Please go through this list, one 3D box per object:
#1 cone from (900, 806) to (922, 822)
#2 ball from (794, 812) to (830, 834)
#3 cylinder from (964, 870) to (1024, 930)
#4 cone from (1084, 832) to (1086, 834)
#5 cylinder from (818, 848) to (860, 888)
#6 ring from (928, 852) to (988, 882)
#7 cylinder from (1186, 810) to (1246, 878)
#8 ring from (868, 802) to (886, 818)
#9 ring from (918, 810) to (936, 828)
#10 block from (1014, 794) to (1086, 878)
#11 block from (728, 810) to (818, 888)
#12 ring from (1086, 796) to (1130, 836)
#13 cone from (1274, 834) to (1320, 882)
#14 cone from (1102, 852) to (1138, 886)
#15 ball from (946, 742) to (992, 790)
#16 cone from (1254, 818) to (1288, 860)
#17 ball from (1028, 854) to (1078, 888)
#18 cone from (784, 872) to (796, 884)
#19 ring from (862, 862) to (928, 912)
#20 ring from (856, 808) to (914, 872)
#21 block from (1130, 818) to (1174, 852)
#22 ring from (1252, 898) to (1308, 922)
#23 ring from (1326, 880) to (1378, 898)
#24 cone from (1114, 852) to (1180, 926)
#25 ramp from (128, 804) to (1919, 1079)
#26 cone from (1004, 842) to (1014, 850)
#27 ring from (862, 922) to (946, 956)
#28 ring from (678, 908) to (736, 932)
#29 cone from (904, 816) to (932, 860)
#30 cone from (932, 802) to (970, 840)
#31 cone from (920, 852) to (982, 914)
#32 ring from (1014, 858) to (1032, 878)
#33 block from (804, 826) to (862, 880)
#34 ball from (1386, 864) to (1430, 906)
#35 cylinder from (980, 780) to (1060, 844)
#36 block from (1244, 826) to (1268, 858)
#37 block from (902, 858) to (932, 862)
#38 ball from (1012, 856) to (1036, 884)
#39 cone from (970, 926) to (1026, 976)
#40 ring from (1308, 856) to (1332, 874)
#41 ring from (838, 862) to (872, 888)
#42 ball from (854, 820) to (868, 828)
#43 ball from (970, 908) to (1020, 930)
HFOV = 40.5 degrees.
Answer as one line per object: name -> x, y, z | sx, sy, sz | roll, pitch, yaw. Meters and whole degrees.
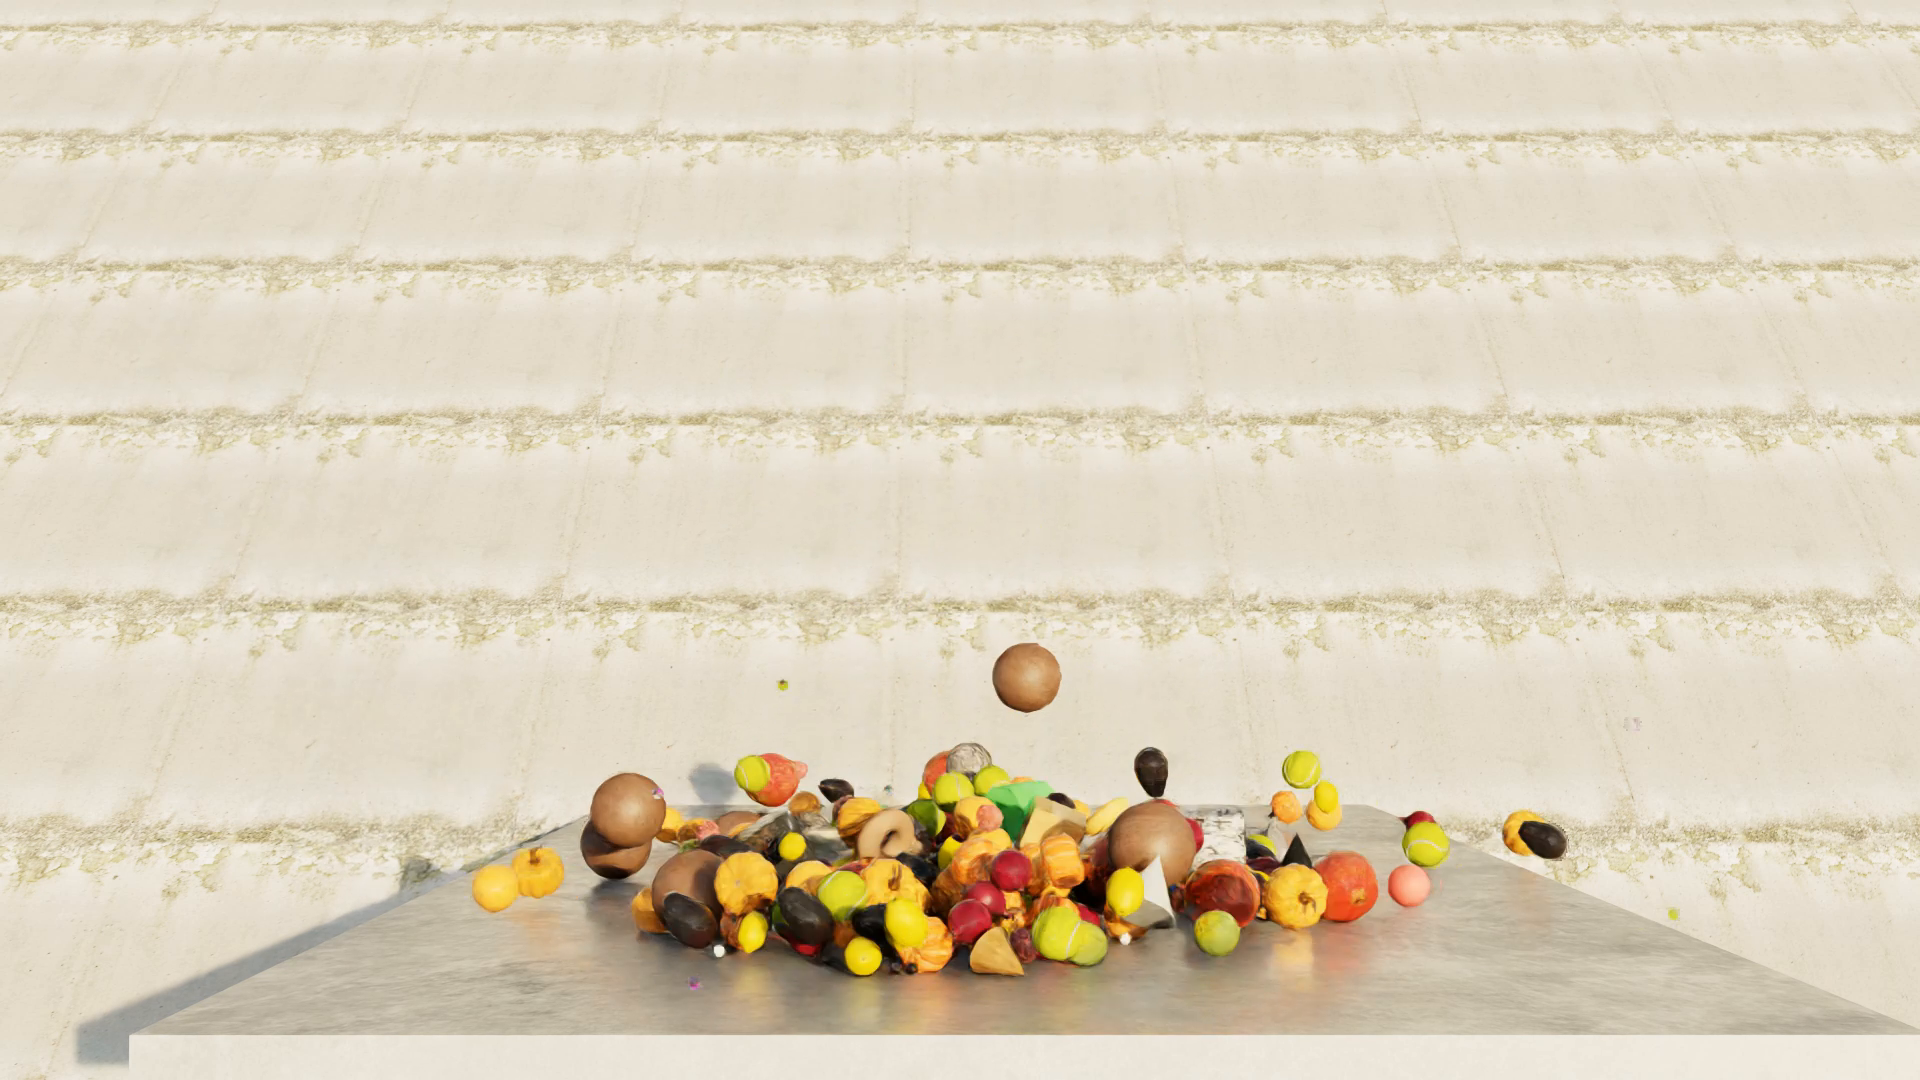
cone -> -0.098, 0.636, 5.680 | 0.082, 0.082, 0.082 | -22, 48, 27
ball -> -0.304, 0.591, 5.224 | 0.092, 0.092, 0.092 | 0, 36, 0
cylinder -> 0.051, 0.533, 3.851 | 0.064, 0.064, 0.064 | -36, 42, -2
cone -> 0.219, 0.628, 5.465 | 0.081, 0.081, 0.081 | 5, 25, 7
cylinder -> -0.209, 0.583, 4.624 | 0.065, 0.065, 0.065 | 29, 15, 34
ring -> -0.018, 0.589, 4.656 | 0.143, 0.048, 0.143 | 8, -4, 1
cylinder -> 0.404, 0.479, 4.110 | 0.094, 0.094, 0.094 | -1, 1, 0
ring -> -0.163, 0.583, 5.388 | 0.028, 0.083, 0.083 | -26, 43, -21
ring -> -0.114, 0.648, 6.029 | 0.123, 0.041, 0.123 | 1, -2, 0
block -> 0.142, 0.465, 4.086 | 0.087, 0.087, 0.087 | 22, 9, -2
block -> -0.304, 0.501, 4.216 | 0.090, 0.090, 0.090 | -33, 6, -21
ring -> 0.240, 0.453, 4.264 | 0.088, 0.088, 0.029 | -30, 77, -34
cone -> 0.615, 0.577, 4.748 | 0.085, 0.085, 0.085 | 0, -2, 0
cone -> 0.287, 0.591, 4.556 | 0.066, 0.066, 0.066 | -6, 18, -8
ball -> 0.017, 0.417, 4.792 | 0.088, 0.088, 0.088 | 0, 36, 0
cone -> 0.623, 0.593, 5.168 | 0.083, 0.083, 0.083 | -1, -3, 0
ball -> 0.164, 0.569, 4.592 | 0.090, 0.090, 0.090 | 0, 36, 0
cone -> -0.336, 0.597, 4.661 | 0.061, 0.061, 0.061 | -24, 27, 26
ring -> -0.085, 0.552, 4.143 | 0.149, 0.149, 0.050 | -6, 66, -8
ring -> -0.120, 0.483, 4.178 | 0.111, 0.111, 0.037 | -28, 39, -33
block -> 0.399, 0.612, 5.396 | 0.064, 0.064, 0.064 | 1, -2, -29
ring -> 0.501, 0.580, 4.072 | 0.088, 0.029, 0.088 | -1, -3, 0
ring -> 0.665, 0.592, 4.412 | 0.087, 0.029, 0.087 | 1, -5, 0
cone -> 0.268, 0.484, 3.659 | 0.093, 0.093, 0.093 | 6, 65, 9
ramp -> 0.079, 0.674, 4.878 | 2.000, 0.100, 4.000 | 0, -2, 0
cone -> 0.108, 0.520, 4.563 | 0.050, 0.050, 0.050 | 32, 10, 36
ring -> -0.078, 0.557, 3.620 | 0.117, 0.039, 0.117 | -4, -4, 0
ring -> -0.381, 0.573, 3.913 | 0.089, 0.030, 0.089 | -2, -2, 0
cone -> -0.104, 0.505, 4.244 | 0.085, 0.085, 0.085 | 24, 40, 30
cone -> -0.018, 0.613, 5.689 | 0.085, 0.085, 0.085 | 0, -2, 0
cone -> -0.017, 0.516, 3.939 | 0.094, 0.094, 0.094 | -3, -2, -4
ring -> 0.131, 0.586, 4.768 | 0.079, 0.026, 0.079 | -32, 35, 26
block -> -0.227, 0.575, 4.765 | 0.091, 0.091, 0.091 | -1, -2, 19
ball -> 0.735, 0.566, 4.259 | 0.070, 0.070, 0.070 | 0, 36, 0
cylinder -> 0.101, 0.451, 4.314 | 0.095, 0.095, 0.095 | -4, 29, -46
block -> 0.596, 0.609, 5.240 | 0.057, 0.057, 0.057 | 1, -3, -33
block -> -0.090, 0.564, 4.288 | 0.076, 0.076, 0.076 | 2, -3, -42
ball -> 0.127, 0.581, 4.669 | 0.070, 0.070, 0.070 | 0, 36, 0
cone -> 0.061, 0.549, 3.378 | 0.068, 0.068, 0.068 | -28, 40, -33
ring -> 0.649, 0.608, 4.860 | 0.094, 0.031, 0.094 | -3, -5, 0
ring -> -0.148, 0.587, 4.536 | 0.132, 0.044, 0.132 | 3, -8, 0
ball -> -0.166, 0.577, 4.913 | 0.098, 0.098, 0.098 | 0, 36, 0
ball -> 0.053, 0.551, 3.917 | 0.073, 0.073, 0.073 | 0, 36, 0
